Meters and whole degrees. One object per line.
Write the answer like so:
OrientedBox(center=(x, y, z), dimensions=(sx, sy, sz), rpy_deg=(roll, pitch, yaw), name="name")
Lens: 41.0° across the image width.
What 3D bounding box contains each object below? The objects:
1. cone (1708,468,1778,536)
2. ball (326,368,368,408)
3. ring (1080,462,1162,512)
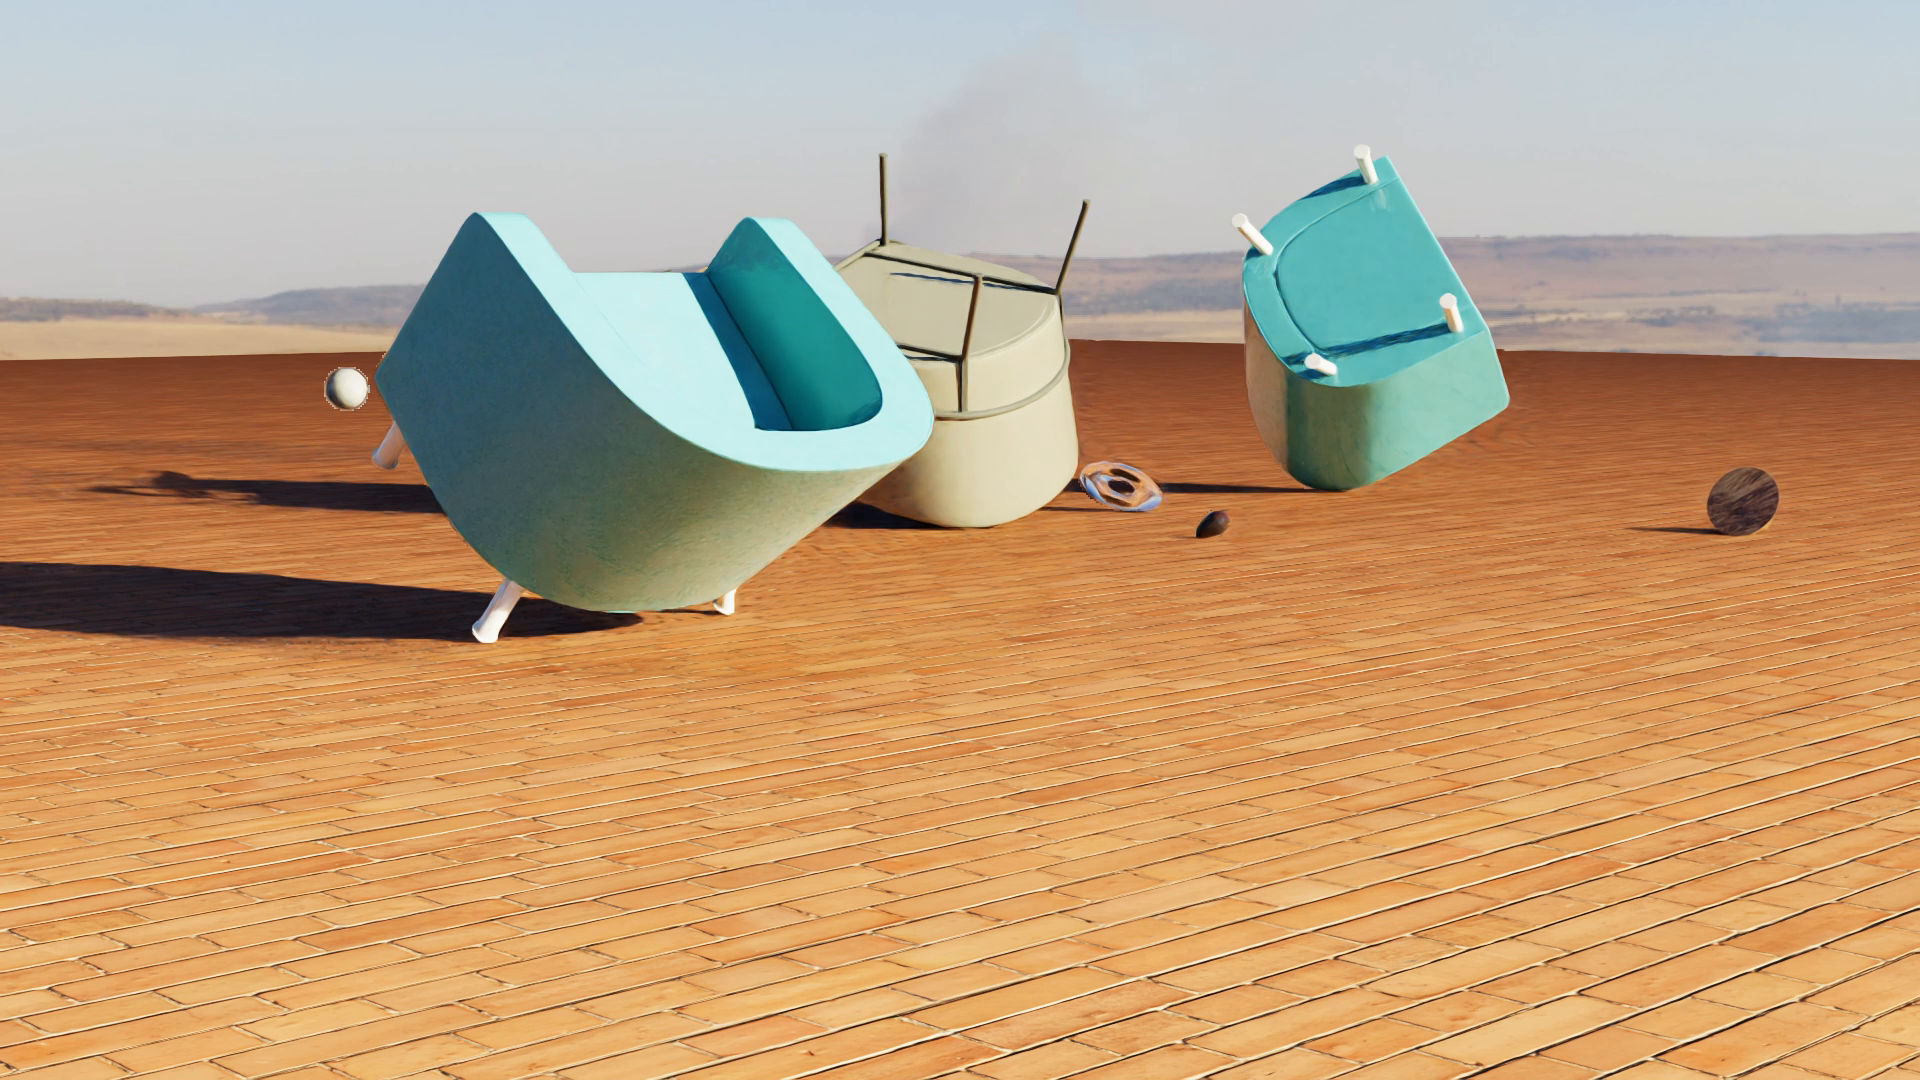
OrientedBox(center=(2.047, -0.062, 6.604), dimensions=(0.186, 0.192, 0.184), rpy_deg=(-24, -36, 27), name="cone")
OrientedBox(center=(-1.329, -0.328, 5.561), dimensions=(0.087, 0.087, 0.087), rpy_deg=(0, 6, 0), name="ball")
OrientedBox(center=(0.451, -0.149, 7.173), dimensions=(0.240, 0.123, 0.085), rpy_deg=(19, -6, 2), name="ring")
